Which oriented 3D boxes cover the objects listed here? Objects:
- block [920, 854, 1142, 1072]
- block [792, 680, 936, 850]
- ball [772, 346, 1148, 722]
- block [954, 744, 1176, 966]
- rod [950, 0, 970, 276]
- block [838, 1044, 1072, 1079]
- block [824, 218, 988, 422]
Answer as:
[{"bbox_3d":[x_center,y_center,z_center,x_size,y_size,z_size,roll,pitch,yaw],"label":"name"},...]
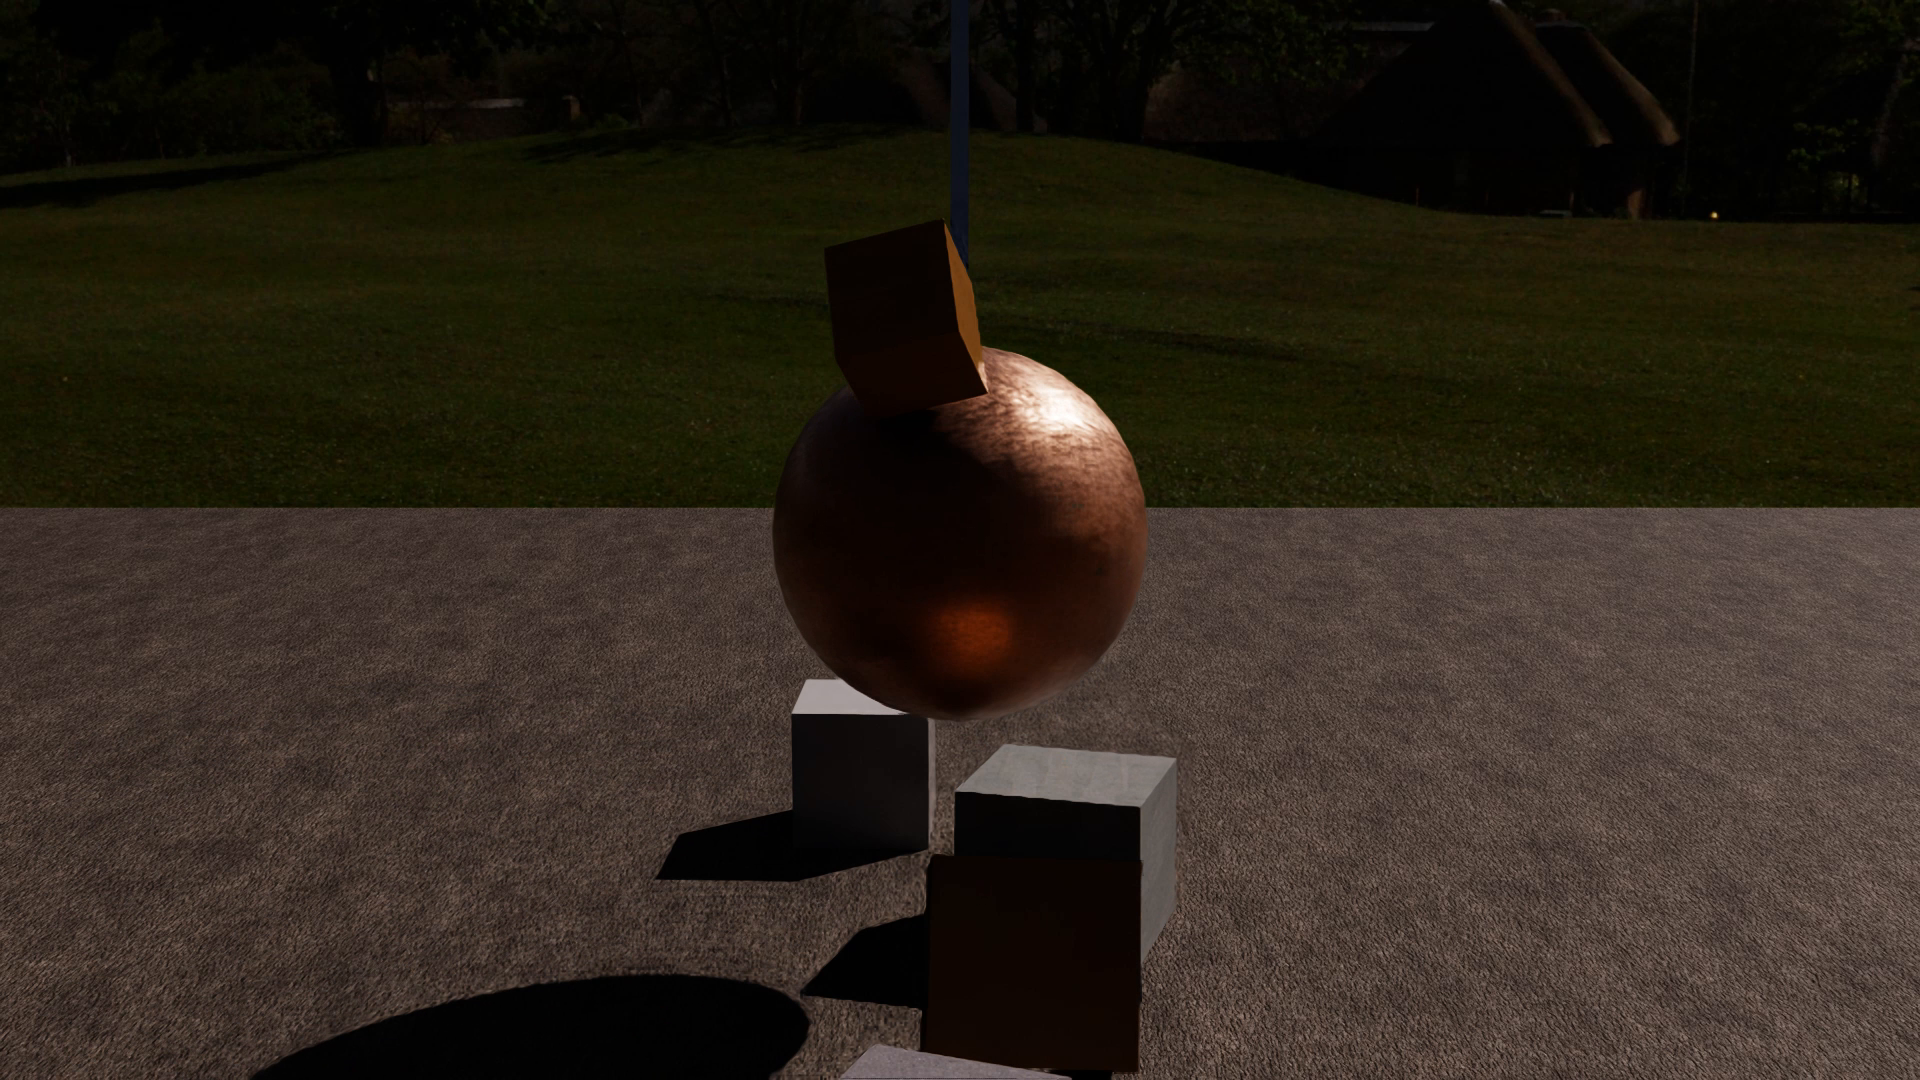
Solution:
[{"bbox_3d":[0.247,1.572,8.123,0.746,0.728,0.746,2,-13,-2],"label":"block"},{"bbox_3d":[-0.484,1.145,11.327,0.681,0.695,0.705,0,10,2],"label":"block"},{"bbox_3d":[0.000,-0.029,9.361,1.600,1.600,1.600,0,10,0],"label":"ball"},{"bbox_3d":[0.484,1.398,9.847,0.820,0.726,0.787,3,11,16],"label":"block"},{"bbox_3d":[0.000,-3.403,9.775,0.080,5.200,0.080,0,-7,0],"label":"rod"},{"bbox_3d":[-0.094,2.013,6.602,0.667,0.664,0.705,4,12,22],"label":"block"},{"bbox_3d":[-0.211,-0.861,8.659,0.486,0.528,0.478,-13,-29,9],"label":"block"}]
